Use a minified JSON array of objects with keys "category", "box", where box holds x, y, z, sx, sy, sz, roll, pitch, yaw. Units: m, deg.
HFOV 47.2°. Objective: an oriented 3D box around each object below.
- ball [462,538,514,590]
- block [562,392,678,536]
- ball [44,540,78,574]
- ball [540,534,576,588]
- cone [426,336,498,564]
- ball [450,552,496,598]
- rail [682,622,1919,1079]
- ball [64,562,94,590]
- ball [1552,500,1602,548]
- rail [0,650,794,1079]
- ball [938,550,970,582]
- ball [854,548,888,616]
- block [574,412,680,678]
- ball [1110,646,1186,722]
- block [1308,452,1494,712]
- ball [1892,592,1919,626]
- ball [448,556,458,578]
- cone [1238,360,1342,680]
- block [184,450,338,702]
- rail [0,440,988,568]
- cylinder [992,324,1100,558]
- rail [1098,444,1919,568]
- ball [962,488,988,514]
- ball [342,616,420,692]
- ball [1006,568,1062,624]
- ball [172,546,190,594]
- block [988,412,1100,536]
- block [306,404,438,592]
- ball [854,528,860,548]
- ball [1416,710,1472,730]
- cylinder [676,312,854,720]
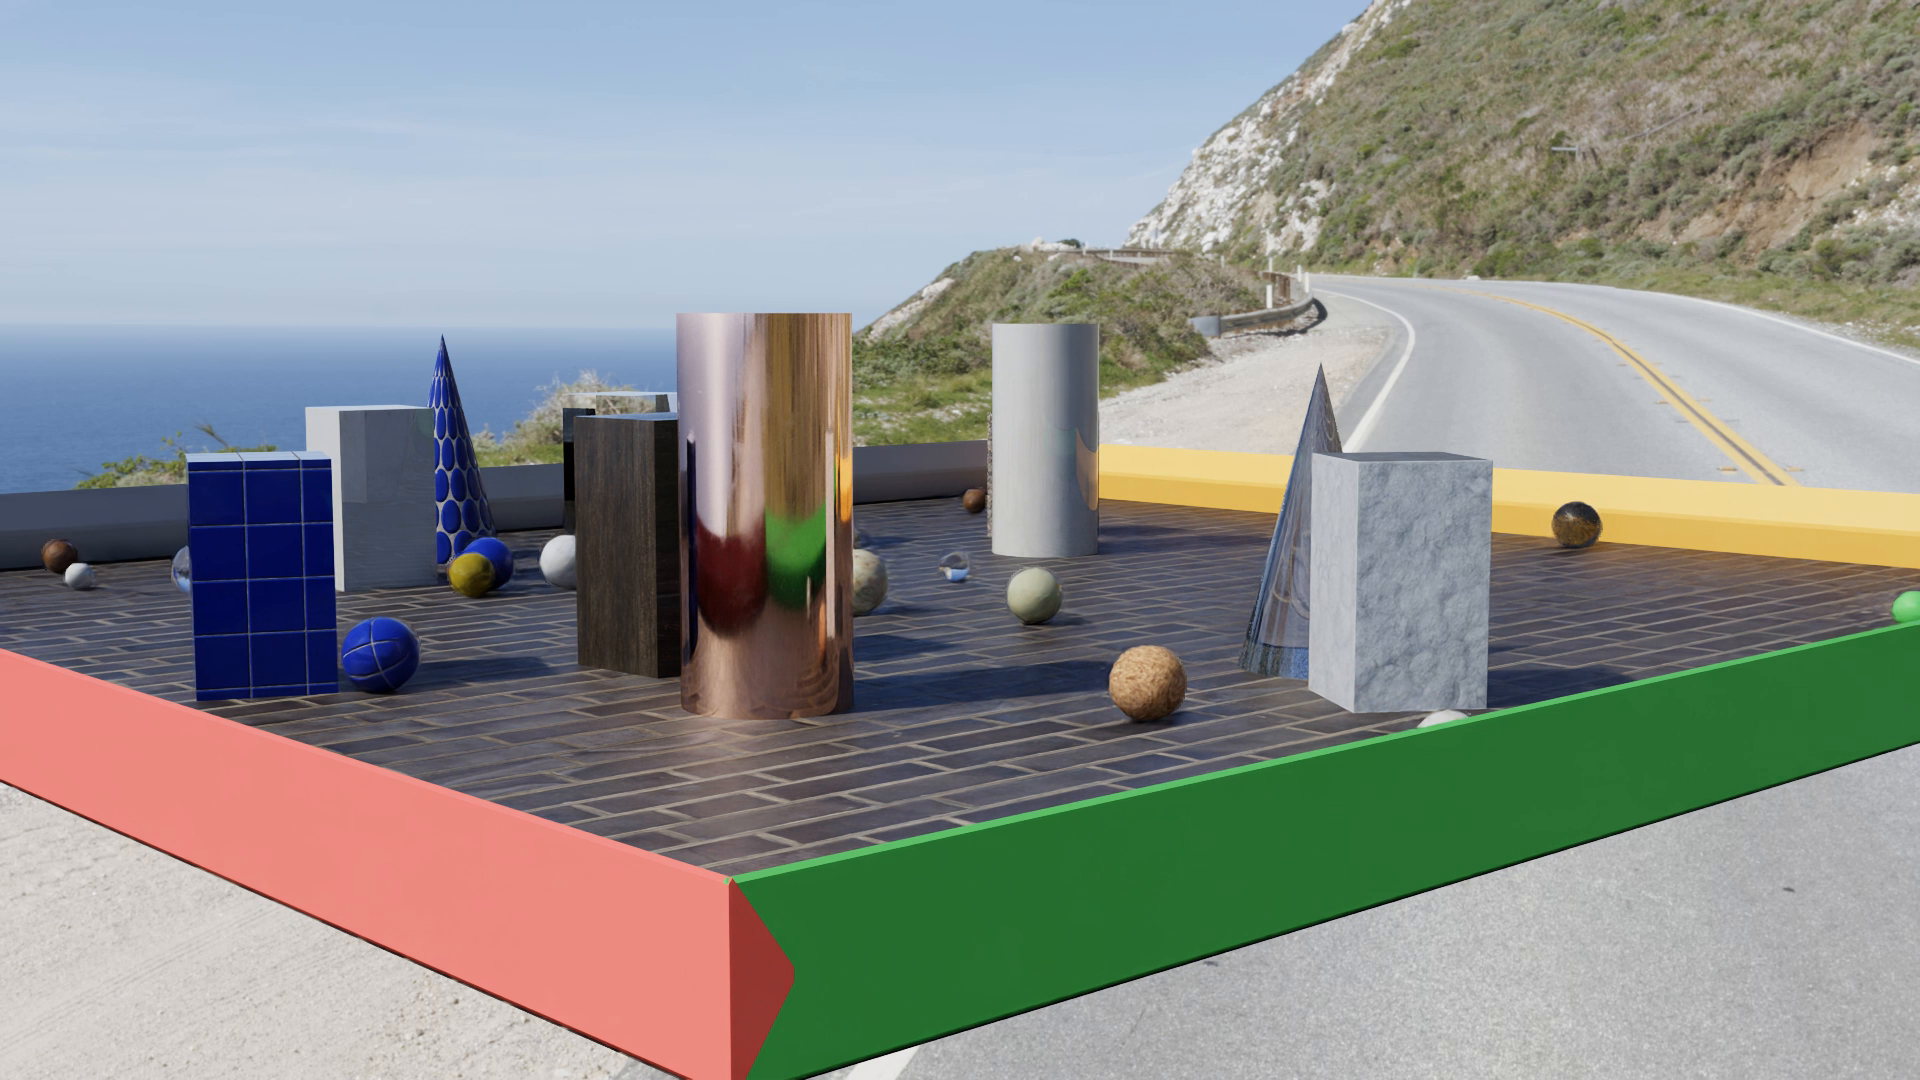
[{"category":"ball","box":[-0.752,0.038,3.500,0.084,0.084,0.084,0,6,0]},{"category":"block","box":[-0.579,-0.106,3.836,0.156,0.299,0.156,4,7,31]},{"category":"ball","box":[-1.522,0.029,3.723,0.055,0.055,0.055,0,6,0]},{"category":"ball","box":[-0.630,0.034,3.525,0.086,0.086,0.086,0,6,0]},{"category":"cone","box":[-0.921,-0.168,3.935,0.195,0.404,0.195,0,6,0]},{"category":"ball","box":[-0.758,0.054,3.418,0.070,0.070,0.070,0,6,0]},{"category":"rail","box":[0.976,0.143,2.280,3.052,0.127,0.045,-5,8,-42]},{"category":"ball","box":[-1.404,0.057,3.507,0.044,0.044,0.044,0,6,0]},{"category":"ball","box":[1.151,-0.028,4.106,0.090,0.090,0.090,0,6,0]},{"category":"rail","box":[-1.104,0.139,2.319,0.045,0.127,2.927,-5,8,-42]},{"category":"ball","box":[-0.010,0.042,3.612,0.052,0.052,0.052,0,6,0]},{"category":"ball","box":[-0.153,0.061,3.212,0.098,0.098,0.098,0,6,0]},{"category":"block","box":[-0.371,0.001,2.756,0.156,0.312,0.156,5,8,42]},{"category":"ball","box":[0.203,0.155,2.387,0.082,0.082,0.082,0,6,0]},{"category":"block","box":[0.500,0.044,2.511,0.156,0.278,0.156,-1,6,-9]},{"category":"ball","box":[1.329,0.098,3.066,0.054,0.054,0.054,0,6,0]},{"category":"ball","box":[-0.800,0.050,3.545,0.050,0.050,0.050,0,6,0]},{"category":"cone","box":[0.445,-0.032,2.732,0.195,0.382,0.195,0,6,0]},{"category":"block","box":[-0.825,0.038,2.593,0.156,0.273,0.156,-2,6,-20]},{"category":"rail","box":[-0.976,-0.077,4.384,3.052,0.127,0.045,-5,8,-42]},{"category":"cylinder","box":[0.156,-0.187,4.038,0.195,0.419,0.195,0,6,0]},{"category":"rail","box":[1.104,-0.073,4.345,0.045,0.127,2.927,-5,8,-42]},{"category":"ball","box":[0.033,-0.085,4.815,0.055,0.055,0.055,0,6,0]},{"category":"ball","box":[-0.676,0.133,2.568,0.088,0.088,0.088,0,6,0]},{"category":"ball","box":[0.106,0.080,3.124,0.079,0.079,0.079,0,6,0]},{"category":"ball","box":[-1.185,0.046,3.426,0.084,0.084,0.084,0,6,0]},{"category":"block","box":[0.164,-0.130,4.330,0.156,0.245,0.156,5,8,41]},{"category":"block","box":[-0.957,-0.072,3.578,0.156,0.286,0.156,-4,7,-35]},{"category":"ball","box":[-0.214,0.005,3.819,0.083,0.083,0.083,0,6,0]},{"category":"ball","box":[0.461,0.195,2.071,0.069,0.069,0.069,0,6,0]},{"category":"cylinder","box":[-0.218,-0.033,2.468,0.195,0.441,0.195,0,6,0]}]
